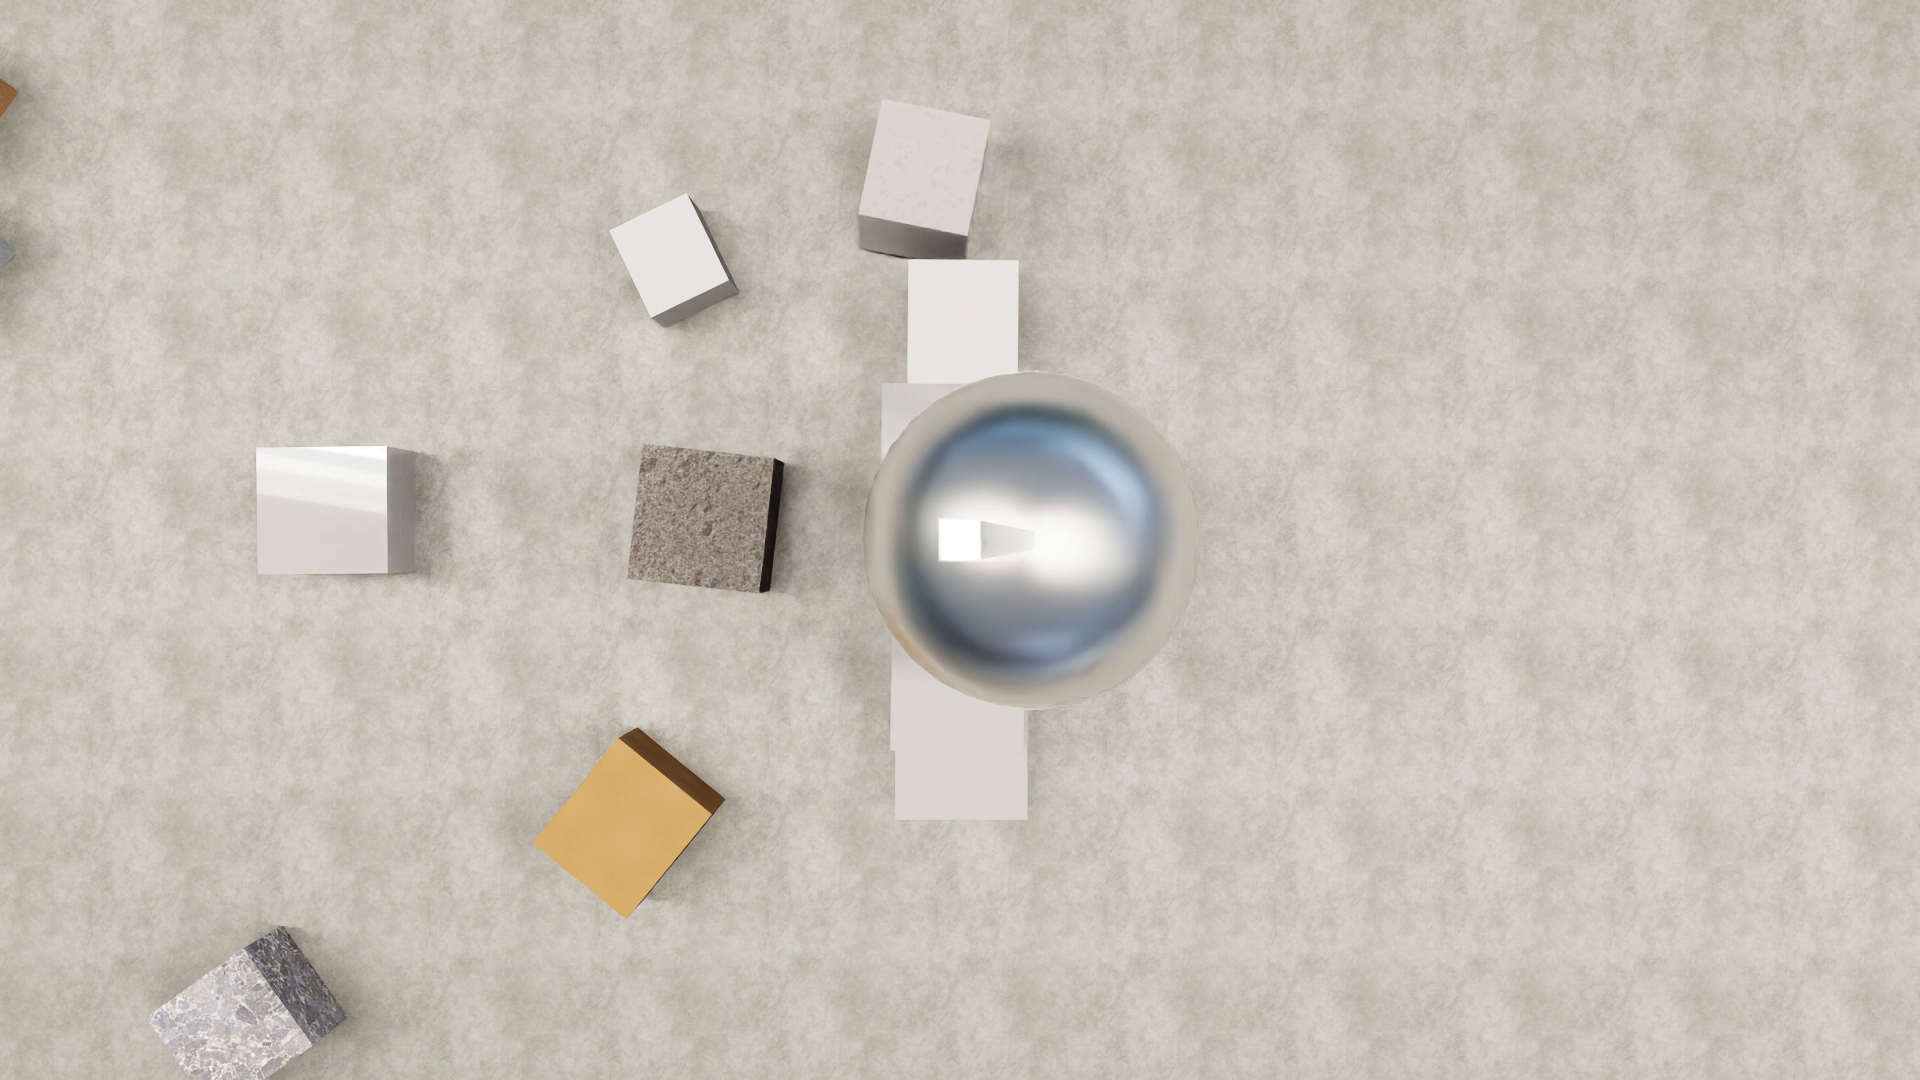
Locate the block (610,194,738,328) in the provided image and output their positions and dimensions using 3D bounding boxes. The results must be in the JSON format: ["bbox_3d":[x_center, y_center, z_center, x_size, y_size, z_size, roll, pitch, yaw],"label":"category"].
[{"bbox_3d":[-1.642,-1.606,12.702,0.486,0.597,0.545,-26,90,0],"label":"block"}]

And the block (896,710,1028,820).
[{"bbox_3d":[0.007,1.202,12.674,0.742,0.652,0.737,0,90,0],"label":"block"}]

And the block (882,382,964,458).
[{"bbox_3d":[-0.010,-0.404,12.605,0.847,0.791,0.932,0,90,0],"label":"block"}]

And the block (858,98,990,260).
[{"bbox_3d":[-0.207,-2.036,12.618,0.620,0.669,0.683,11,81,0],"label":"block"}]

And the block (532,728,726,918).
[{"bbox_3d":[-1.886,1.612,12.640,0.676,0.721,0.757,39,90,0],"label":"block"}]

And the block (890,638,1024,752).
[{"bbox_3d":[-0.012,0.753,11.932,0.701,0.694,0.723,1,90,0],"label":"block"}]

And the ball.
[{"bbox_3d":[0.334,0.000,10.434,1.600,1.600,1.600,0,90,0],"label":"ball"}]

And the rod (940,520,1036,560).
[{"bbox_3d":[0.145,0.000,7.039,0.080,5.200,0.080,0,90,3],"label":"rod"}]

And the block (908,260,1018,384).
[{"bbox_3d":[0.017,-1.226,12.679,0.619,0.641,0.696,1,90,0],"label":"block"}]

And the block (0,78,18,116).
[{"bbox_3d":[-5.972,-2.567,12.672,0.570,0.656,0.610,36,90,0],"label":"block"}]

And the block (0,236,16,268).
[{"bbox_3d":[-6.021,-1.706,12.664,0.629,0.672,0.632,-44,90,0],"label":"block"}]

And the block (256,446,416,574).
[{"bbox_3d":[-3.588,-0.166,12.684,0.731,0.631,0.713,-1,90,0],"label":"block"}]

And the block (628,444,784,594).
[{"bbox_3d":[-1.450,-0.120,12.646,0.743,0.708,0.762,6,90,0],"label":"block"}]

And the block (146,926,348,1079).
[{"bbox_3d":[-4.079,2.744,12.638,0.667,0.724,0.667,-36,90,0],"label":"block"}]
